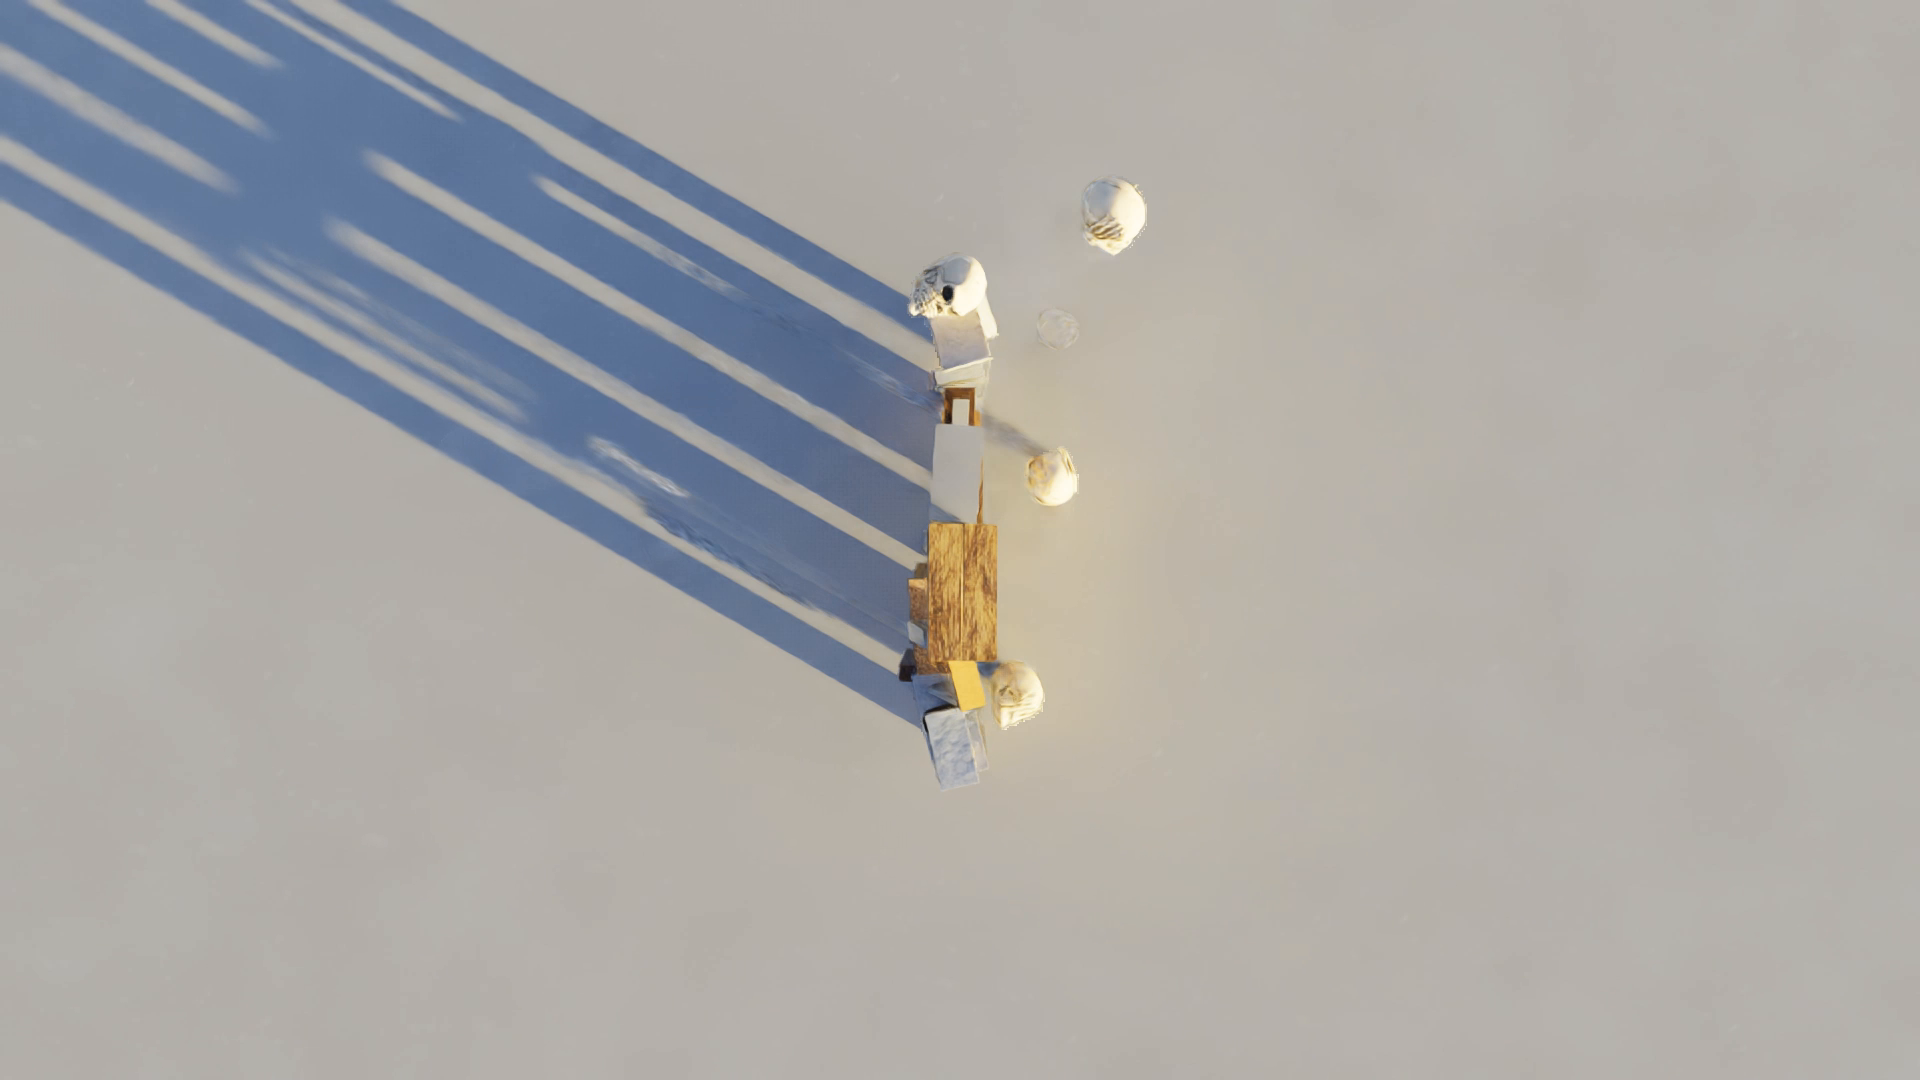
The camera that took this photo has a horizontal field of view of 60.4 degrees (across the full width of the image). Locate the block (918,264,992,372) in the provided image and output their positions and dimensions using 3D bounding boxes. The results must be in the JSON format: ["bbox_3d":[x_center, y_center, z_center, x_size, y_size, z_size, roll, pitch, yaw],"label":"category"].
[{"bbox_3d":[-0.013,-0.607,4.521,0.133,0.038,0.266,-16,86,7],"label":"block"}]

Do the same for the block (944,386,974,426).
[{"bbox_3d":[-0.002,-0.352,4.726,0.086,0.024,0.171,1,91,0],"label":"block"}]

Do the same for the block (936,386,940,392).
[{"bbox_3d":[-0.001,-0.470,4.980,0.131,0.261,0.037,1,93,0],"label":"block"}]

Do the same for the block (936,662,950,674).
[{"bbox_3d":[-0.023,0.333,4.453,0.070,0.140,0.020,-22,95,-7],"label":"block"}]

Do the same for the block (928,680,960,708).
[{"bbox_3d":[-0.017,0.424,4.581,0.070,0.393,0.020,-17,94,-12],"label":"block"}]

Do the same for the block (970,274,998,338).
[{"bbox_3d":[0.016,-0.649,4.674,0.133,0.266,0.038,-14,64,6],"label":"block"}]

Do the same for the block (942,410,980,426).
[{"bbox_3d":[0.003,-0.270,4.927,0.115,0.033,0.230,1,90,0],"label":"block"}]

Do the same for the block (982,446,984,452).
[{"bbox_3d":[-0.002,-0.263,4.558,0.128,0.317,0.036,1,92,0],"label":"block"}]

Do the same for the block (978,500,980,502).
[{"bbox_3d":[-0.014,-0.098,4.525,0.128,0.257,0.036,5,92,0],"label":"block"}]

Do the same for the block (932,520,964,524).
[{"bbox_3d":[-0.025,-0.025,4.669,0.113,0.032,0.227,2,89,0],"label":"block"}]

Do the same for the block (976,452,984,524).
[{"bbox_3d":[-0.001,-0.143,5.194,0.143,0.040,0.285,1,90,0],"label":"block"}]

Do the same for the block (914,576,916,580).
[{"bbox_3d":[-0.056,0.108,5.016,0.143,0.285,0.040,6,90,2],"label":"block"}]

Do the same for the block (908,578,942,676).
[{"bbox_3d":[-0.064,0.235,4.544,0.132,0.037,0.264,-5,89,-2],"label":"block"}]

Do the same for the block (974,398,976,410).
[{"bbox_3d":[0.001,-0.399,4.929,0.086,0.378,0.024,3,91,-1],"label":"block"}]

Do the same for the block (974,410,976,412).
[{"bbox_3d":[-0.001,-0.388,5.280,0.103,0.029,0.205,0,90,0],"label":"block"}]

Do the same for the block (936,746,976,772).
[{"bbox_3d":[-0.010,0.636,4.678,0.108,0.215,0.030,-13,95,0],"label":"block"}]

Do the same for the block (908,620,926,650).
[{"bbox_3d":[-0.032,0.244,4.348,0.171,0.343,0.049,-3,92,-8],"label":"block"}]

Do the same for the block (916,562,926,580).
[{"bbox_3d":[-0.058,0.210,4.852,0.143,0.040,0.285,0,90,2],"label":"block"}]

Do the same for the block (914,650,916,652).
[{"bbox_3d":[-0.055,0.305,5.016,0.143,0.285,0.040,3,93,2],"label":"block"}]

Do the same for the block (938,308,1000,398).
[{"bbox_3d":[0.027,-0.555,4.830,0.131,0.037,0.261,11,89,0],"label":"block"}]

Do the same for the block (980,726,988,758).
[{"bbox_3d":[0.001,0.639,5.166,0.158,0.668,0.045,0,90,0],"label":"block"}]

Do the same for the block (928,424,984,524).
[{"bbox_3d":[-0.009,-0.176,4.379,0.128,0.036,0.257,5,89,0],"label":"block"}]

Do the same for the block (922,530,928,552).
[{"bbox_3d":[-0.009,0.009,4.413,0.171,0.466,0.049,4,91,-3],"label":"block"}]

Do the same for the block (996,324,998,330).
[{"bbox_3d":[0.026,-0.646,5.175,0.130,0.642,0.037,6,91,-4],"label":"block"}]

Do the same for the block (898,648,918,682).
[{"bbox_3d":[-0.094,0.380,4.986,0.158,0.316,0.045,3,96,2],"label":"block"}]

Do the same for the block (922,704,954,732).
[{"bbox_3d":[-0.045,0.496,4.674,0.108,0.215,0.030,-19,92,2],"label":"block"}]

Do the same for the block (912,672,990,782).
[{"bbox_3d":[-0.029,0.529,4.806,0.158,0.045,0.316,-13,92,0],"label":"block"}]

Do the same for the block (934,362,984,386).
[{"bbox_3d":[-0.006,-0.468,4.675,0.133,0.266,0.038,-10,94,-1],"label":"block"}]

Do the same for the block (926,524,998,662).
[{"bbox_3d":[0.004,0.132,4.151,0.171,0.049,0.343,1,91,-8],"label":"block"}]

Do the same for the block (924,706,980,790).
[{"bbox_3d":[-0.022,0.574,4.552,0.108,0.030,0.215,-13,92,0],"label":"block"}]

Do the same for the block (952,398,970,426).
[{"bbox_3d":[0.002,-0.348,4.615,0.046,0.013,0.092,2,91,0],"label":"block"}]

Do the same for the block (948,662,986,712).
[{"bbox_3d":[0.018,0.379,4.375,0.070,0.020,0.140,-16,94,-13],"label":"block"}]
